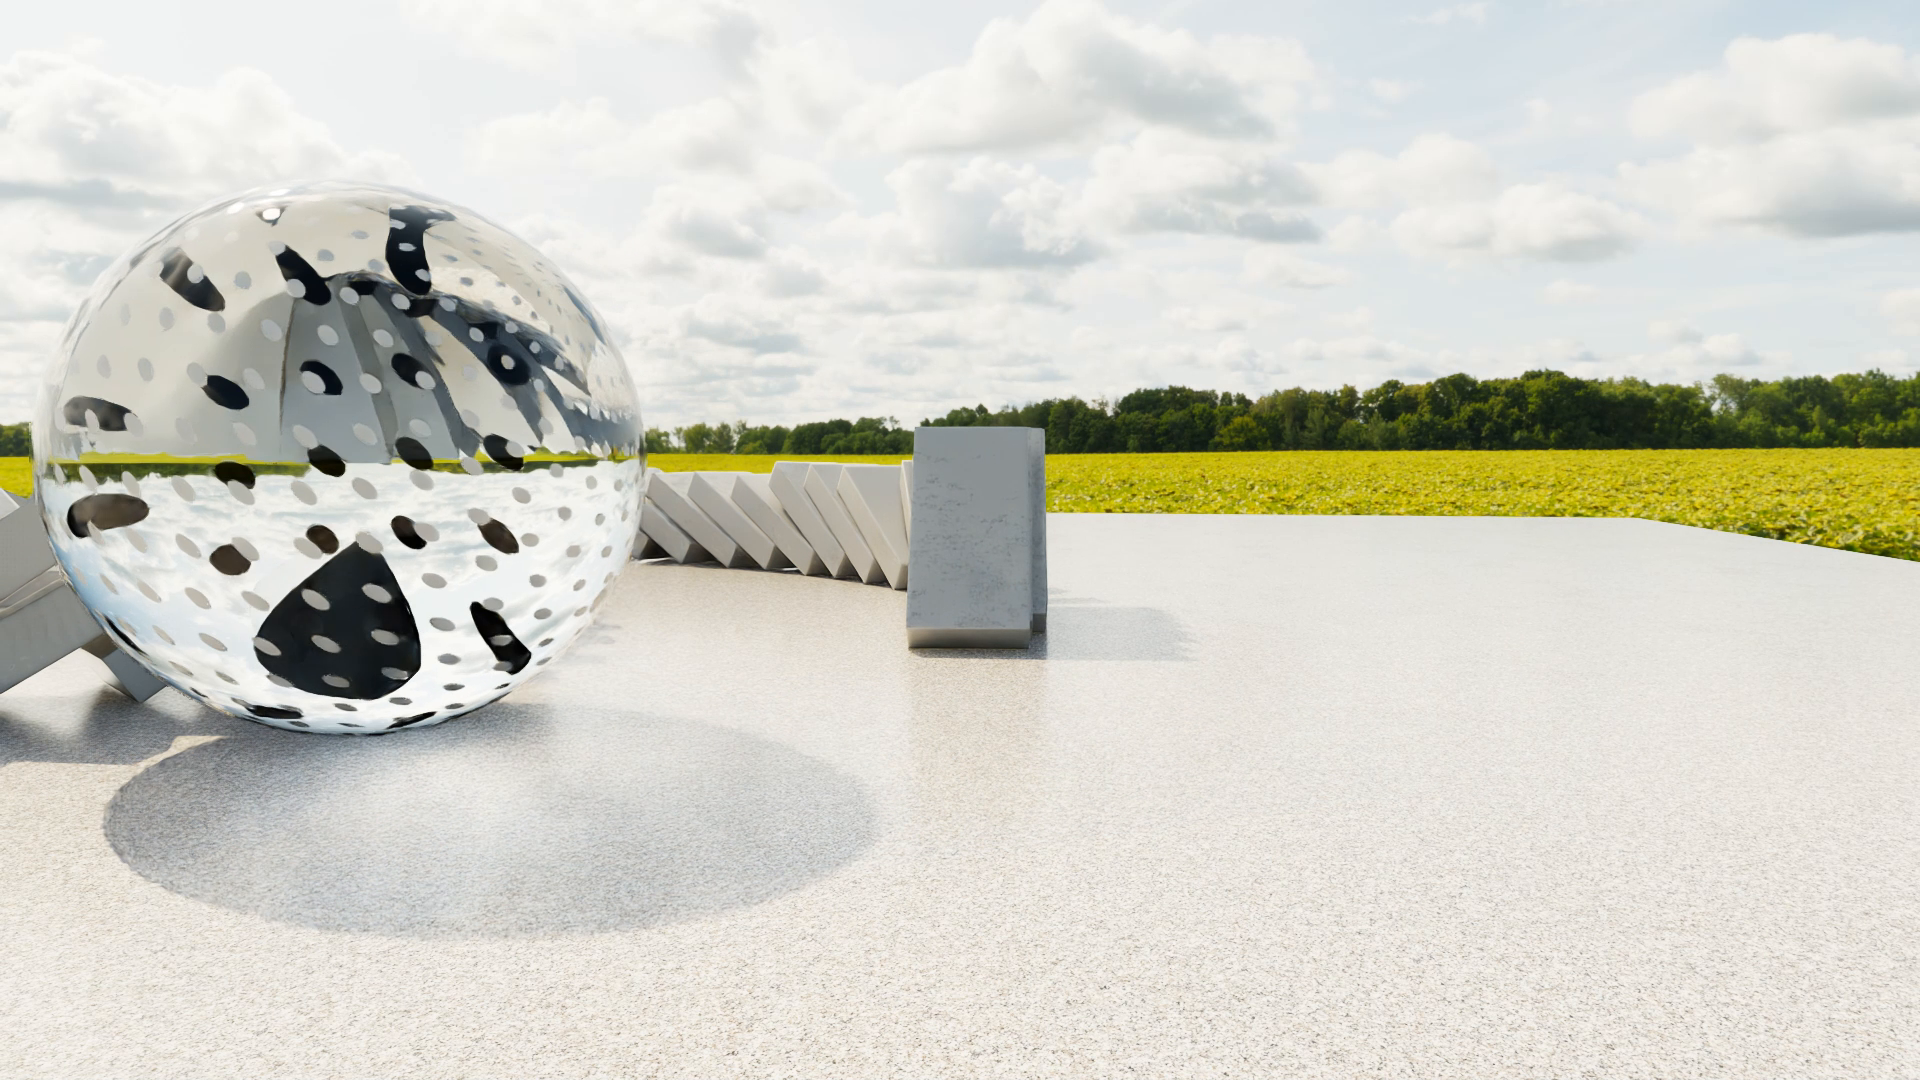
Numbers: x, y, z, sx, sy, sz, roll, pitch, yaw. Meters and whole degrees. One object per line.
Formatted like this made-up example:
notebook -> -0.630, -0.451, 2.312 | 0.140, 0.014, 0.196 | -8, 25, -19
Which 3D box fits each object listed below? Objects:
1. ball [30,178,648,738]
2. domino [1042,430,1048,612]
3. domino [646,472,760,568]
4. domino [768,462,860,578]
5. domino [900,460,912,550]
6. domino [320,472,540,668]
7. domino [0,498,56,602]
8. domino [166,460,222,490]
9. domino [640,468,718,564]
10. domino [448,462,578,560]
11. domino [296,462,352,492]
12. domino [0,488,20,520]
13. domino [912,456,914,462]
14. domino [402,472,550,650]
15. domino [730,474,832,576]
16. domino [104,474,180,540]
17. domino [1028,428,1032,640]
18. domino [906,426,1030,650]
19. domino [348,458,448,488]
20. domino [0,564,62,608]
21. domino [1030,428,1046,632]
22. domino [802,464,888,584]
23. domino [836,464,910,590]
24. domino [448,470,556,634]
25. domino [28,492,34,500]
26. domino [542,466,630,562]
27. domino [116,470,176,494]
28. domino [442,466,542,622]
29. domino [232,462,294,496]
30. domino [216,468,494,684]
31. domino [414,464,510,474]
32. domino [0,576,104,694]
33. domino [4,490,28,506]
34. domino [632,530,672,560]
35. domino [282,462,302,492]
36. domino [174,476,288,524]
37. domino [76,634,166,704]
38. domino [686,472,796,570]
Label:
ball -> -0.087, -0.012, 0.188 | 0.080, 0.080, 0.080 | 0, 4, 0
domino -> 0.009, -0.005, 0.321 | 0.025, 0.050, 0.009 | 0, -31, 2
domino -> -0.087, -0.008, 0.460 | 0.050, 0.009, 0.025 | 37, 25, 31
domino -> -0.041, -0.007, 0.422 | 0.025, 0.009, 0.050 | -1, 38, -39
domino -> -0.003, -0.005, 0.377 | 0.025, 0.009, 0.050 | 0, 40, -10
domino -> -0.113, 0.005, 0.264 | 0.025, 0.009, 0.050 | 3, 39, 26
domino -> -0.157, 0.008, 0.202 | 0.050, 0.009, 0.025 | -41, 22, -16
domino -> -0.259, -0.011, 0.467 | 0.050, 0.009, 0.025 | 34, -8, -16
domino -> -0.107, -0.009, 0.471 | 0.050, 0.010, 0.025 | 37, 23, 26
domino -> -0.168, -0.011, 0.483 | 0.050, 0.009, 0.025 | 34, 8, 5
domino -> -0.164, -0.003, 0.359 | 0.025, 0.009, 0.050 | -5, 42, -46
domino -> -0.171, 0.009, 0.193 | 0.050, 0.009, 0.025 | -37, 17, -7
domino -> 0.002, -0.006, 0.361 | 0.025, 0.050, 0.010 | -1, -37, -10
domino -> -0.114, 0.003, 0.285 | 0.025, 0.010, 0.050 | 1, 38, 10
domino -> -0.054, -0.006, 0.435 | 0.025, 0.009, 0.050 | -4, 34, -42
domino -> -0.212, -0.001, 0.351 | 0.050, 0.009, 0.025 | 31, 2, -3
domino -> 0.003, -0.002, 0.287 | 0.025, 0.050, 0.009 | 0, -31, 2
domino -> 0.002, -0.001, 0.275 | 0.025, 0.050, 0.009 | 0, -31, 2
domino -> -0.148, -0.003, 0.351 | 0.025, 0.010, 0.050 | -1, 41, -38
domino -> -0.233, 0.012, 0.348 | 0.050, 0.010, 0.025 | 0, 4, -3
domino -> 0.007, -0.003, 0.298 | 0.025, 0.050, 0.009 | 0, -31, 2
domino -> -0.028, -0.006, 0.408 | 0.025, 0.009, 0.050 | -2, 39, -34
domino -> -0.017, -0.005, 0.393 | 0.025, 0.009, 0.050 | -2, 39, -29
domino -> -0.115, 0.002, 0.303 | 0.025, 0.009, 0.050 | 0, 39, 2
domino -> -0.291, -0.007, 0.443 | 0.050, 0.010, 0.025 | 32, -14, -32
domino -> -0.147, -0.011, 0.481 | 0.050, 0.009, 0.025 | 33, 12, 11
domino -> -0.275, -0.008, 0.457 | 0.050, 0.009, 0.025 | 31, -9, -24
domino -> -0.121, 0.000, 0.322 | 0.025, 0.009, 0.050 | 0, 39, -9
domino -> -0.241, -0.011, 0.474 | 0.050, 0.009, 0.025 | 34, -3, -10
domino -> -0.118, 0.005, 0.248 | 0.025, 0.009, 0.050 | 8, 42, 33
domino -> -0.131, -0.001, 0.338 | 0.025, 0.009, 0.050 | -2, 40, -20
domino -> -0.144, 0.009, 0.213 | 0.050, 0.009, 0.025 | -38, 22, -24
domino -> -0.307, -0.006, 0.429 | 0.050, 0.009, 0.025 | 33, -18, -36
domino -> -0.128, -0.011, 0.478 | 0.050, 0.010, 0.025 | 35, 15, 18
domino -> -0.223, -0.011, 0.478 | 0.050, 0.009, 0.025 | 33, 0, -8
domino -> -0.190, -0.001, 0.359 | 0.050, 0.009, 0.025 | 32, 10, 11
domino -> -0.130, 0.007, 0.230 | 0.025, 0.009, 0.050 | 6, 40, 44
domino -> -0.071, -0.008, 0.449 | 0.025, 0.010, 0.050 | -3, 33, -48
